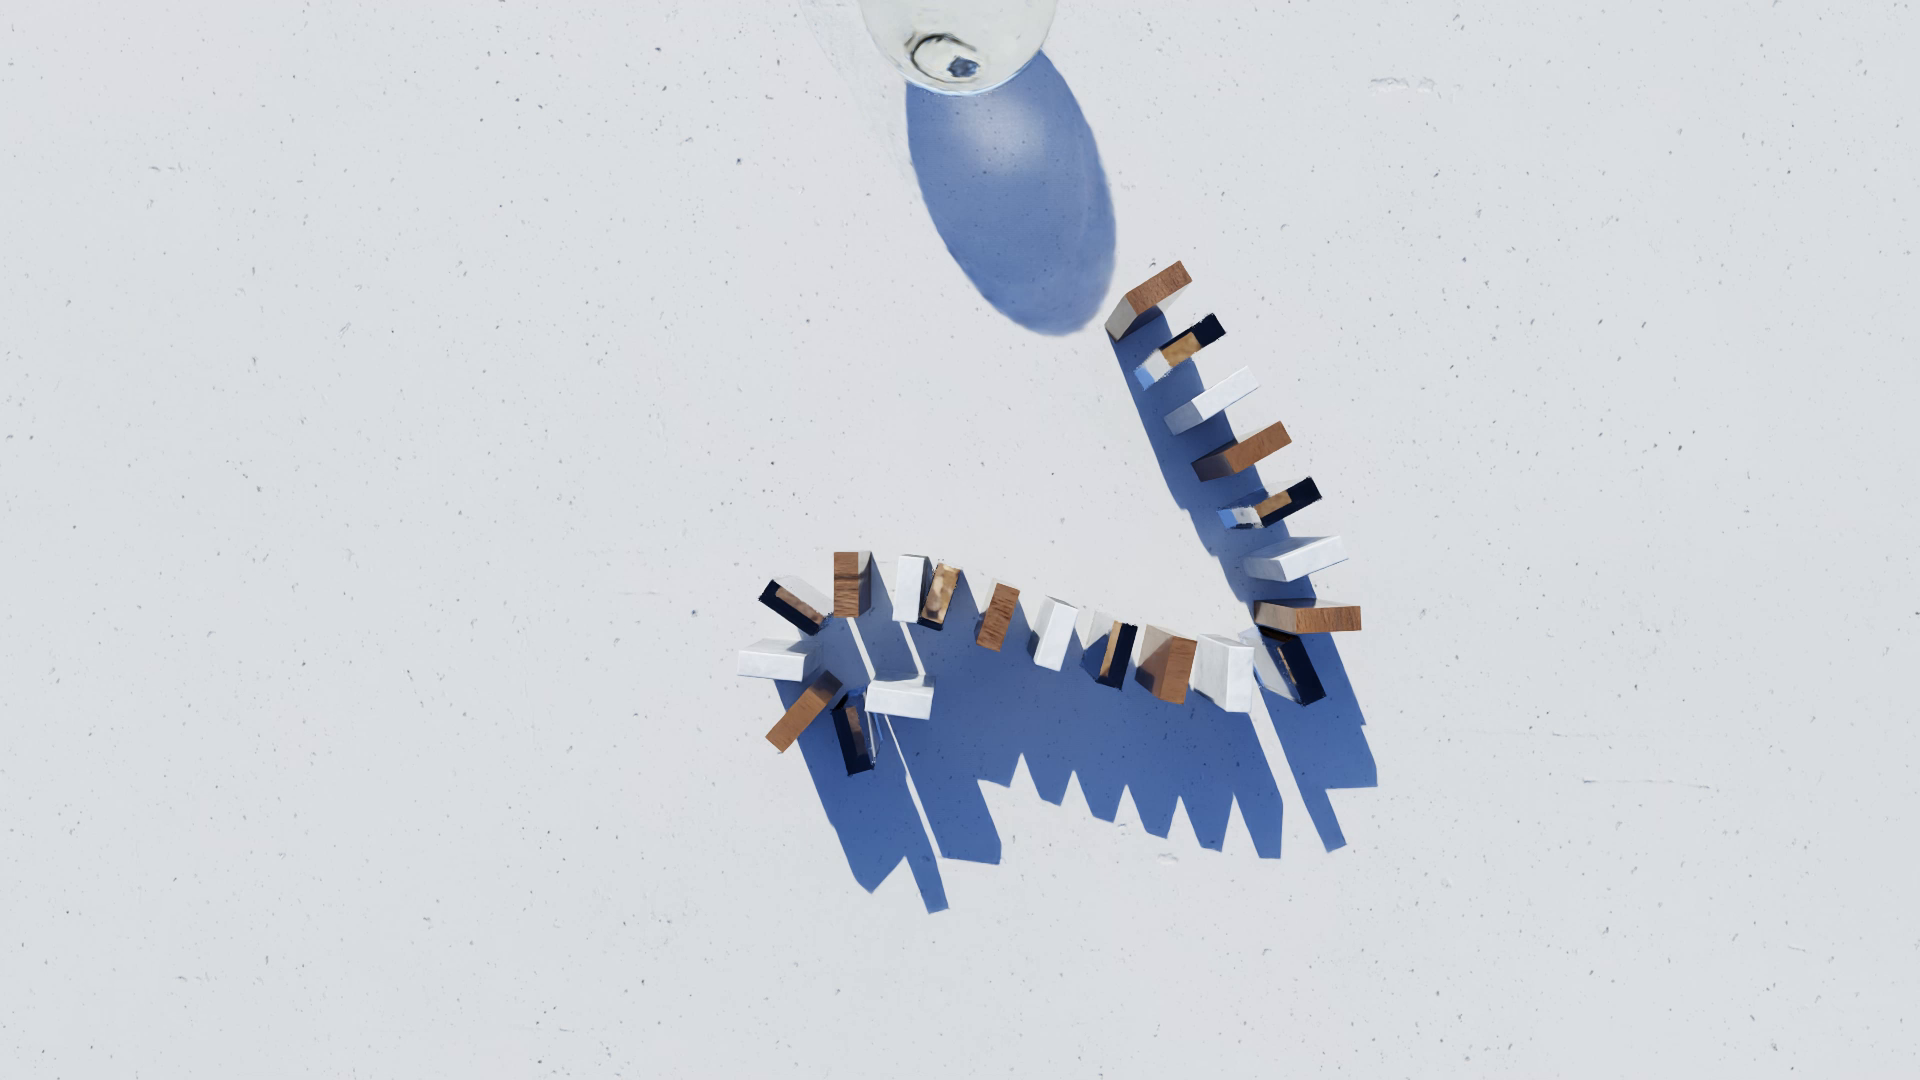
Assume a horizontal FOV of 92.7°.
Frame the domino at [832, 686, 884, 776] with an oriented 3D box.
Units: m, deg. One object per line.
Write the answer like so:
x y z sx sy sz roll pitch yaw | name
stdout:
-0.041 0.077 0.375 0.009 0.050 0.025 -15 90 0 | domino

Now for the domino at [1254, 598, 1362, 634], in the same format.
0.141 0.030 0.375 0.025 0.050 0.009 -3 90 0 | domino

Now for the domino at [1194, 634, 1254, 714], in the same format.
0.107 0.053 0.375 0.009 0.050 0.025 3 90 0 | domino

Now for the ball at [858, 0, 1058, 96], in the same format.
-0.001 -0.219 0.360 0.080 0.080 0.080 0 90 0 | ball

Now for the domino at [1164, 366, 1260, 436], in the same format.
0.102 -0.056 0.375 0.025 0.050 0.009 -32 90 0 | domino

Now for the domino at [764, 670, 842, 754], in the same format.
-0.063 0.069 0.375 0.010 0.050 0.025 42 90 0 | domino

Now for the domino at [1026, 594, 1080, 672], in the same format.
0.037 0.037 0.375 0.010 0.050 0.025 18 90 0 | domino

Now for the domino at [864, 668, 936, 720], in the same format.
-0.023 0.063 0.375 0.025 0.050 0.009 8 90 0 | domino

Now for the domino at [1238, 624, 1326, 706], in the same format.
0.131 0.050 0.375 0.009 0.050 0.025 -25 90 0 | domino

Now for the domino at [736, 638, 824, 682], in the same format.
-0.072 0.048 0.375 0.025 0.050 0.009 6 90 0 | domino

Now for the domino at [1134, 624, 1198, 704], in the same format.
0.083 0.050 0.375 0.010 0.050 0.025 13 90 0 | domino

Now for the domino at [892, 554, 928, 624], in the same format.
-0.020 0.019 0.375 0.010 0.050 0.025 6 90 0 | domino

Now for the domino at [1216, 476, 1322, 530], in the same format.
0.125 -0.014 0.375 0.025 0.050 0.009 -27 90 0 | domino

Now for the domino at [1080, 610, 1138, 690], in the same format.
0.060 0.044 0.375 0.010 0.050 0.025 15 90 0 | domino

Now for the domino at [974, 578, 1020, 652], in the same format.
0.015 0.030 0.375 0.009 0.050 0.025 19 90 0 | domino

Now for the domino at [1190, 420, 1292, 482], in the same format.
0.114 -0.035 0.375 0.025 0.050 0.009 -29 90 0 | domino

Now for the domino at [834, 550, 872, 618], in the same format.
-0.044 0.017 0.375 0.010 0.050 0.025 0 90 0 | domino

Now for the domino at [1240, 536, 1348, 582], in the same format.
0.135 0.007 0.375 0.025 0.050 0.010 -21 90 0 | domino

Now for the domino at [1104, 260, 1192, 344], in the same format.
0.076 -0.096 0.375 0.025 0.050 0.009 -32 90 0 | domino

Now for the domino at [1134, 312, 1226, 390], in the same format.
0.089 -0.076 0.375 0.025 0.050 0.009 -33 90 0 | domino

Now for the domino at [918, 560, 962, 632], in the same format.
-0.008 0.022 0.375 0.009 0.050 0.025 19 90 0 | domino

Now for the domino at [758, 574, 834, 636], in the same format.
-0.064 0.026 0.375 0.025 0.050 0.010 35 90 0 | domino
